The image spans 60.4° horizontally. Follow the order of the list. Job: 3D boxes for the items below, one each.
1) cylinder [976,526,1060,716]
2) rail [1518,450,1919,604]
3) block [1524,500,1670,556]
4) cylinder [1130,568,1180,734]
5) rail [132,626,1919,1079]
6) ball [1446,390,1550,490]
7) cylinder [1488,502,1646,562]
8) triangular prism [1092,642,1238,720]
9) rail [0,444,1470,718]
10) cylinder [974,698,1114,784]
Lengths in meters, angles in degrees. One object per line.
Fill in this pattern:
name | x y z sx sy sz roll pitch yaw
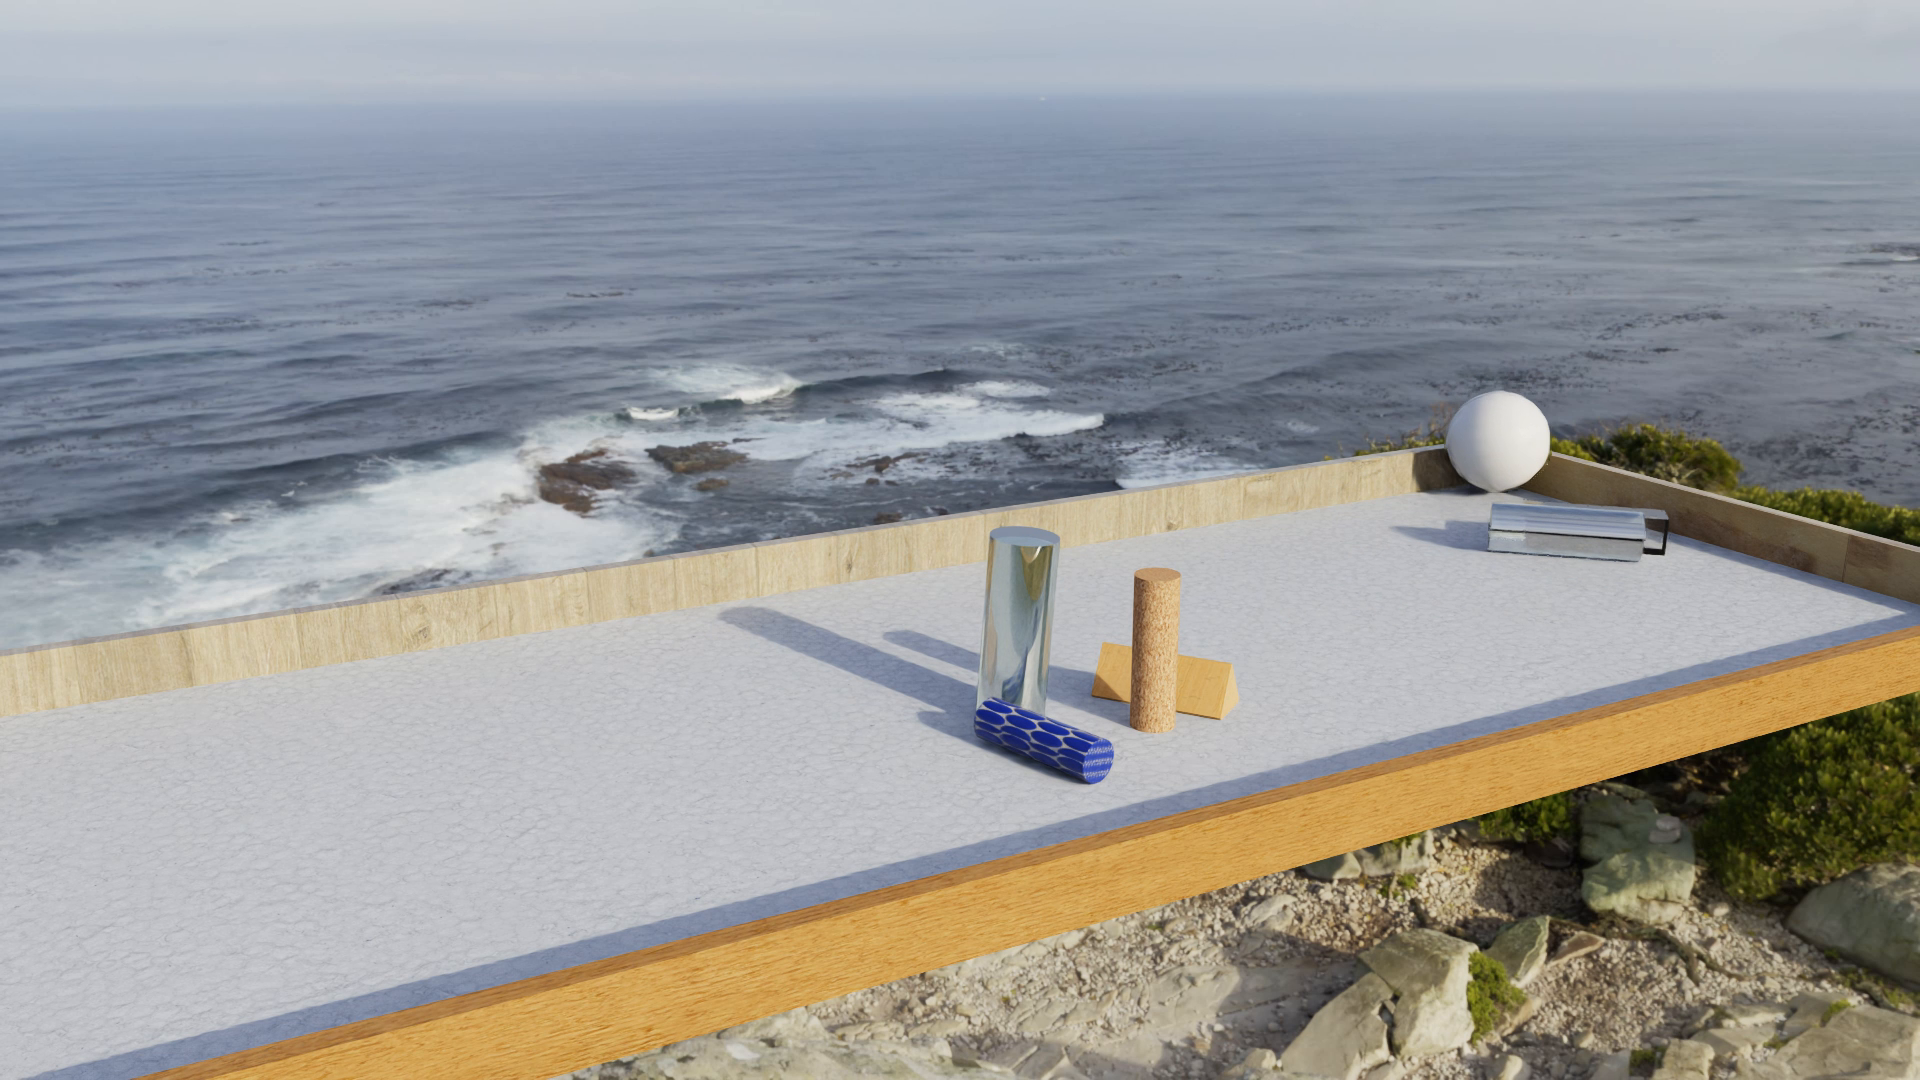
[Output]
cylinder | 0.134 0.204 3.854 0.164 0.445 0.164 4 16 -1
rail | 2.466 -0.048 5.253 0.050 0.150 2.100 -9 18 -27
block | 2.029 -0.040 5.280 0.423 0.118 0.118 5 17 15
cylinder | 0.452 0.256 3.827 0.106 0.370 0.106 0 16 0
rail | -2.336 1.006 1.665 12.000 0.150 0.050 -9 18 -27
ball | 1.903 -0.351 5.833 0.352 0.352 0.352 0 16 0
cylinder | 1.897 -0.027 5.174 0.449 0.154 0.154 5 17 15
triangular prism | 0.500 0.330 4.012 0.330 0.118 0.137 8 19 26
rail | -3.305 0.497 3.399 12.000 0.150 0.050 -9 18 -27
cylinder | 0.183 0.443 3.668 0.101 0.101 0.333 -15 22 -42
